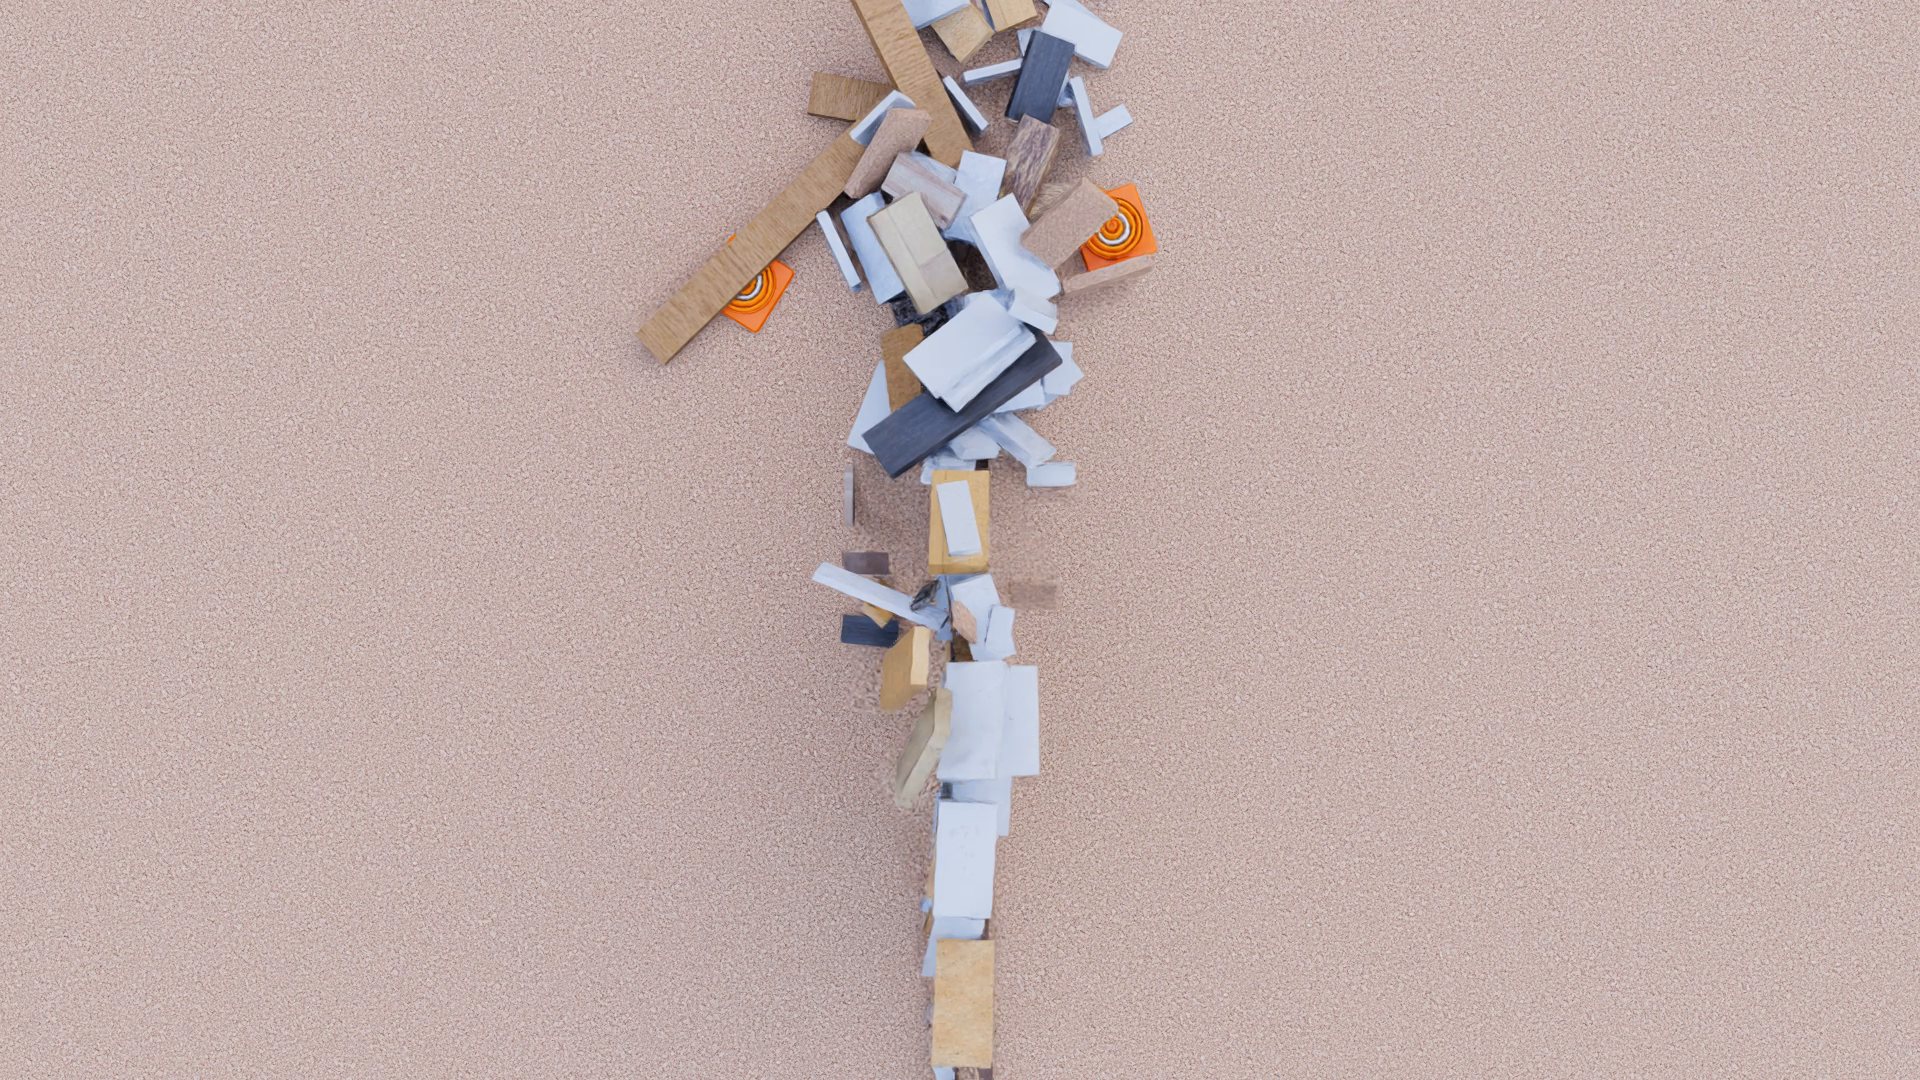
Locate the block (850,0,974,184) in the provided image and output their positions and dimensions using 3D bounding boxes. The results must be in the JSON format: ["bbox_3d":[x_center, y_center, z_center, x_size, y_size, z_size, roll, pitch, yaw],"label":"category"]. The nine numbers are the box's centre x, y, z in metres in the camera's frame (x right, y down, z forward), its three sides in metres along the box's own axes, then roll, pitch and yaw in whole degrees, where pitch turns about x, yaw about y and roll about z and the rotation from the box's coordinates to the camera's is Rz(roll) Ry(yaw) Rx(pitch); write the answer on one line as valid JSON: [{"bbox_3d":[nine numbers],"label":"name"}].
[{"bbox_3d":[-0.153,-1.508,5.359,0.142,0.040,0.879,-31,102,-16],"label":"block"}]

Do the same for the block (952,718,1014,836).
[{"bbox_3d":[0.068,0.712,4.985,0.173,0.049,0.346,3,87,-2],"label":"block"}]

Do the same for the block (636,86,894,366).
[{"bbox_3d":[-0.590,-1.039,5.430,1.195,0.039,0.138,-44,88,1],"label":"block"}]

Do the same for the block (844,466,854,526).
[{"bbox_3d":[-0.366,-0.145,5.451,0.028,0.098,0.195,1,90,0],"label":"block"}]

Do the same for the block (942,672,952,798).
[{"bbox_3d":[0.028,0.604,5.103,0.166,0.047,0.392,0,82,-2],"label":"block"}]

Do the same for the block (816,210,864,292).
[{"bbox_3d":[-0.395,-0.950,5.434,0.037,0.131,0.262,-26,90,2],"label":"block"}]

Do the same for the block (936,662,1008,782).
[{"bbox_3d":[0.039,0.540,4.909,0.178,0.050,0.355,-2,69,21],"label":"block"}]

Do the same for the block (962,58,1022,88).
[{"bbox_3d":[0.113,-1.543,5.443,0.207,0.104,0.029,-14,95,-2],"label":"block"}]

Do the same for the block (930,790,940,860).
[{"bbox_3d":[-0.020,0.931,5.214,0.132,0.037,0.265,4,93,-1],"label":"block"}]

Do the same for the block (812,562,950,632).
[{"bbox_3d":[-0.241,0.173,5.061,0.423,0.093,0.026,22,114,7],"label":"block"}]

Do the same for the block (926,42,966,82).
[{"bbox_3d":[-0.057,-1.587,5.490,0.136,0.019,0.068,41,90,0],"label":"block"}]

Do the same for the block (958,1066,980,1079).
[{"bbox_3d":[0.031,1.644,5.050,0.055,0.016,0.111,-33,54,20],"label":"block"}]

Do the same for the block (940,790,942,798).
[{"bbox_3d":[0.007,0.783,5.122,0.133,0.038,0.266,6,83,-1],"label":"block"}]

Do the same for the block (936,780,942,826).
[{"bbox_3d":[-0.003,0.846,5.171,0.133,0.038,0.268,6,91,-1],"label":"block"}]

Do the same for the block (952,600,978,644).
[{"bbox_3d":[0.015,0.246,4.911,0.022,0.158,0.079,-10,65,16],"label":"block"}]

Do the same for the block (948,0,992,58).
[{"bbox_3d":[-0.019,-1.822,5.447,0.143,0.041,0.417,-15,90,29],"label":"block"}]

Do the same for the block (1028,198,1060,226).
[{"bbox_3d":[0.314,-1.029,5.359,0.126,0.255,0.036,17,74,-19],"label":"block"}]

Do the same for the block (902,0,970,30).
[{"bbox_3d":[-0.115,-1.769,5.412,0.286,0.041,0.143,-17,90,29],"label":"block"}]

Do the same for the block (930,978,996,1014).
[{"bbox_3d":[0.007,1.411,5.154,0.176,0.353,0.050,9,83,-4],"label":"block"}]

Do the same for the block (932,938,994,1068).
[{"bbox_3d":[0.010,1.370,4.896,0.173,0.049,0.383,2,47,0],"label":"block"}]

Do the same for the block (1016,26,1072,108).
[{"bbox_3d":[0.283,-1.569,5.481,0.135,0.038,0.269,-12,90,0],"label":"block"}]

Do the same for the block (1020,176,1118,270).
[{"bbox_3d":[0.344,-1.001,5.234,0.149,0.042,0.299,32,129,-24],"label":"block"}]

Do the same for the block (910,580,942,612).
[{"bbox_3d":[-0.103,0.167,4.991,0.069,0.139,0.020,-31,102,23],"label":"block"}]

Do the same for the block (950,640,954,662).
[{"bbox_3d":[0.006,0.428,5.180,0.070,0.020,0.224,-2,83,-2],"label":"block"}]

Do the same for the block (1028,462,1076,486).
[{"bbox_3d":[0.303,-0.218,5.468,0.158,0.022,0.079,-2,126,0],"label":"block"}]

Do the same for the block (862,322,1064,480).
[{"bbox_3d":[0.007,-0.450,5.258,0.661,0.048,0.171,-35,72,-1],"label":"block"}]

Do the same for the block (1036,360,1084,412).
[{"bbox_3d":[0.306,-0.522,5.459,0.192,0.027,0.096,-38,90,0],"label":"block"}]

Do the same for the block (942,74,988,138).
[{"bbox_3d":[0.015,-1.430,5.447,0.029,0.104,0.207,-39,90,-3],"label":"block"}]

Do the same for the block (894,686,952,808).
[{"bbox_3d":[-0.110,0.621,4.921,0.050,0.178,0.356,16,130,-13],"label":"block"}]

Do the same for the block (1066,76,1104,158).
[{"bbox_3d":[0.408,-1.386,5.410,0.036,0.126,0.253,-18,100,0],"label":"block"}]

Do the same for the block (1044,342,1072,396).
[{"bbox_3d":[0.322,-0.566,5.433,0.086,0.024,0.172,3,90,0],"label":"block"}]

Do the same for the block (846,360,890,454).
[{"bbox_3d":[-0.258,-0.432,5.466,0.131,0.037,0.298,22,90,9],"label":"block"}]

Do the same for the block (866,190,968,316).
[{"bbox_3d":[-0.136,-0.919,5.286,0.176,0.050,0.352,-33,108,-9],"label":"block"}]

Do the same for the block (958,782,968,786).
[{"bbox_3d":[0.027,0.634,4.935,0.093,0.026,0.185,33,88,19],"label":"block"}]

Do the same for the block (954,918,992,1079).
[{"bbox_3d":[0.017,1.685,5.430,0.176,0.050,0.922,-1,84,0],"label":"block"}]

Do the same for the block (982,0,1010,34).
[{"bbox_3d":[0.086,-1.820,5.481,0.135,0.038,0.269,-7,90,0],"label":"block"}]

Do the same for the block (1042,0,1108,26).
[{"bbox_3d":[0.360,-1.771,5.490,0.291,0.019,0.068,38,90,0],"label":"block"}]

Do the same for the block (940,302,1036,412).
[{"bbox_3d":[0.056,-0.578,5.229,0.342,0.048,0.171,-42,63,-4],"label":"block"}]

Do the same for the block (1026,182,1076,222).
[{"bbox_3d":[0.258,-1.110,5.466,0.275,0.039,0.138,1,90,6],"label":"block"}]

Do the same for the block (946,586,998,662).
[{"bbox_3d":[0.037,0.263,5.105,0.130,0.037,0.316,-6,83,-2],"label":"block"}]

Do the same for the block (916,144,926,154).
[{"bbox_3d":[-0.173,-1.269,5.456,0.203,0.029,0.101,26,90,1],"label":"block"}]

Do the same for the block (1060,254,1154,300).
[{"bbox_3d":[0.478,-0.867,5.425,0.299,0.149,0.042,-18,91,0],"label":"block"}]

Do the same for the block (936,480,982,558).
[{"bbox_3d":[-0.004,-0.067,5.064,0.098,0.028,0.260,-9,55,-3],"label":"block"}]

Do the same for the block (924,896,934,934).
[{"bbox_3d":[-0.021,1.161,5.122,0.150,0.300,0.042,10,55,-3],"label":"block"}]

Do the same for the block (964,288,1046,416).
[{"bbox_3d":[0.145,-0.616,5.363,0.176,0.050,0.396,-12,88,-18],"label":"block"}]

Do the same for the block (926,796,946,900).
[{"bbox_3d":[0.000,0.960,5.077,0.166,0.047,0.332,9,108,-1],"label":"block"}]

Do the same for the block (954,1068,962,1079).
[{"bbox_3d":[0.017,1.669,5.203,0.055,0.016,0.111,-5,119,-35],"label":"block"}]

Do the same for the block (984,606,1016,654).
[{"bbox_3d":[0.119,0.272,4.998,0.069,0.020,0.139,11,100,-3],"label":"block"}]
